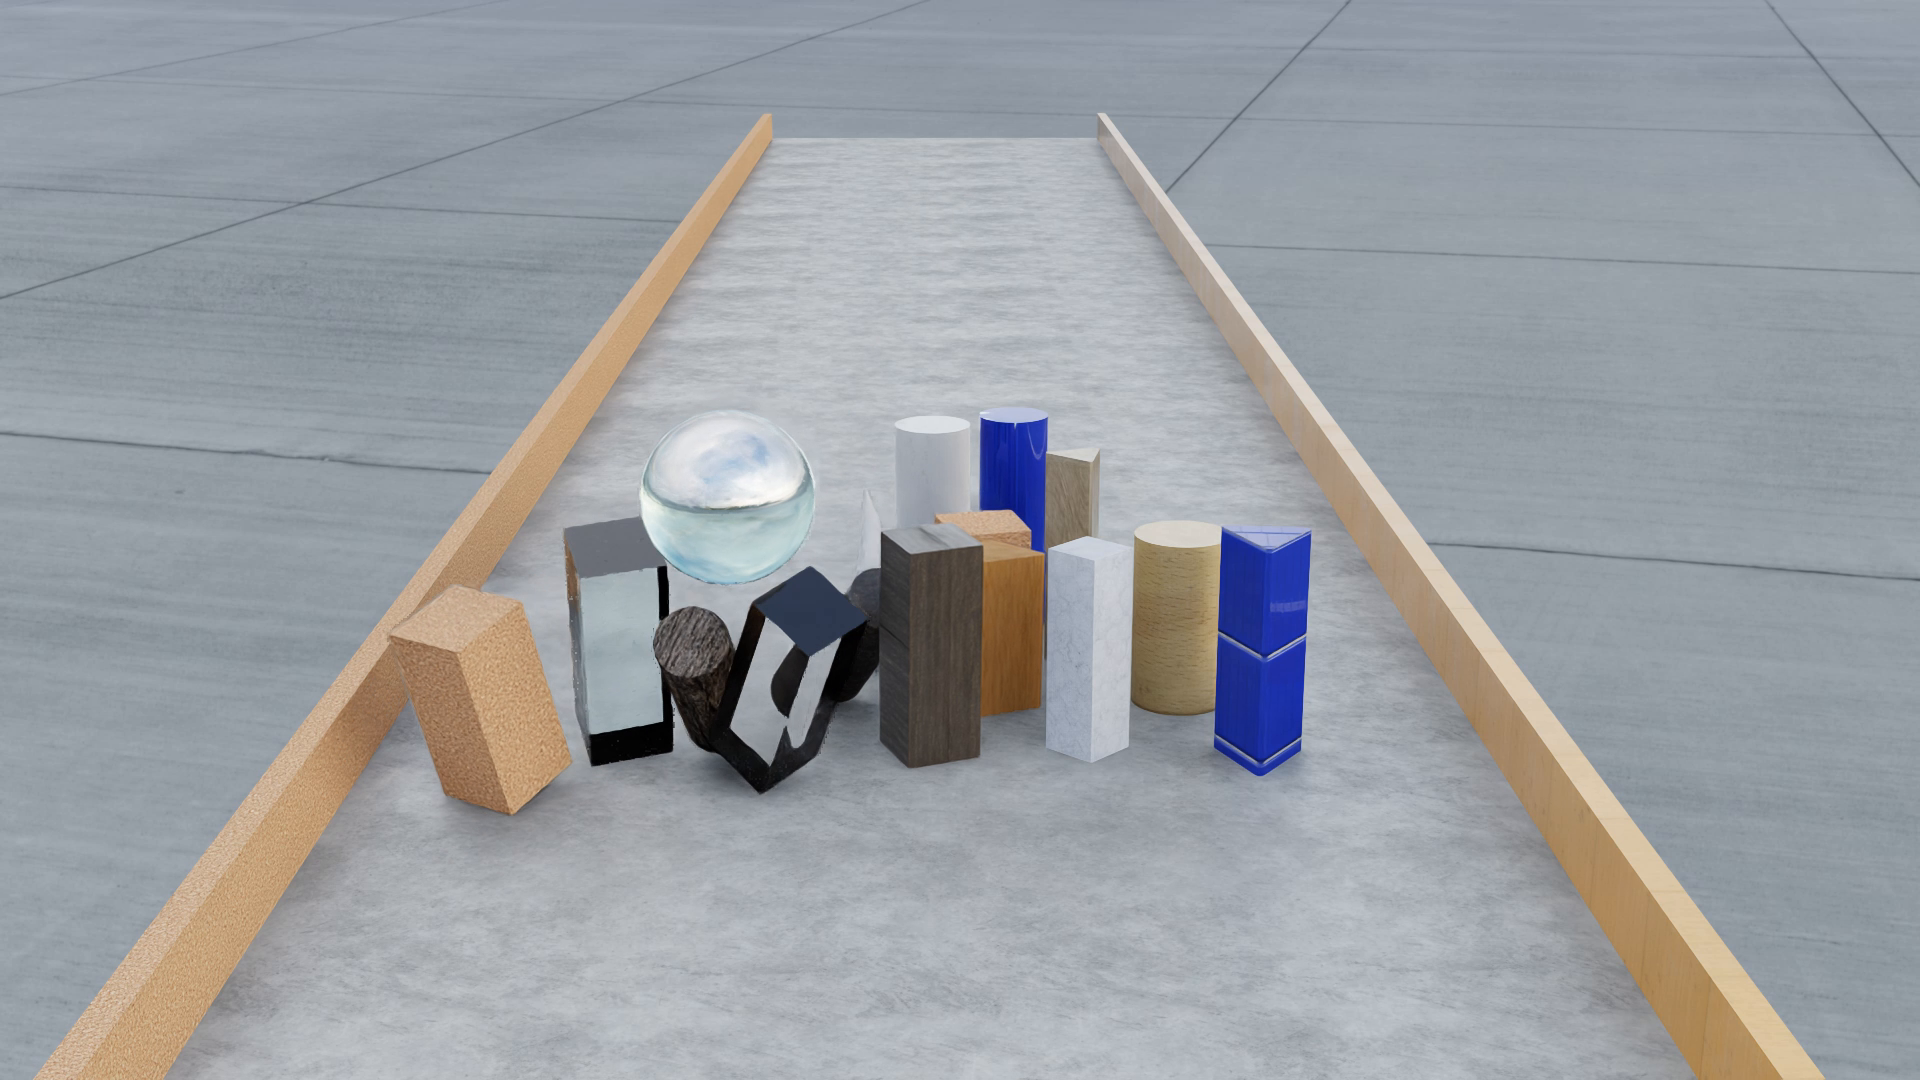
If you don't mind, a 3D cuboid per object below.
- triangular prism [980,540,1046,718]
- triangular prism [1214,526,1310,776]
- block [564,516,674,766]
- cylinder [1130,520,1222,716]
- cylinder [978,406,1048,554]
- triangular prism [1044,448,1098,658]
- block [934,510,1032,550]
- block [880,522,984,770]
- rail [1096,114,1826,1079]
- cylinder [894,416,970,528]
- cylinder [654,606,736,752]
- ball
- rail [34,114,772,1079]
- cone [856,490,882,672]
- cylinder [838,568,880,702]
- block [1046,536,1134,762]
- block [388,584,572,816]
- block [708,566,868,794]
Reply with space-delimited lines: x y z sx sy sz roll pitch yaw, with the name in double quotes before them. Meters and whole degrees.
"triangular prism" 0.067 0.161 4.136 0.140 0.308 0.122 -7 20 -22
"triangular prism" 0.514 0.185 3.877 0.133 0.415 0.153 11 20 34
"block" -0.593 0.179 3.832 0.147 0.419 0.147 -9 39 -17
"cylinder" 0.416 0.146 4.158 0.180 0.329 0.180 0 17 0
"cylinder" 0.111 -0.049 4.623 0.143 0.439 0.143 0 17 0
"triangular prism" 0.243 0.033 4.366 0.113 0.427 0.098 14 21 39
"block" 0.043 0.119 4.269 0.153 0.318 0.153 -4 17 -13
"block" -0.052 0.186 3.893 0.137 0.400 0.137 -7 20 -23
"rail" 0.932 -0.844 7.801 0.050 0.150 12.000 0 17 -1
"cylinder" -0.060 -0.084 4.886 0.167 0.355 0.167 0 17 0
"cylinder" -0.437 0.246 3.792 0.126 0.126 0.380 1 -24 2
"ball" -0.380 -0.069 3.600 0.288 0.288 0.288 0 17 0
"rail" -1.118 -0.838 7.780 0.050 0.150 12.000 0 17 -1
"cone" -0.162 0.065 4.353 0.172 0.353 0.172 -7 14 2
"cylinder" -0.192 0.180 4.084 0.126 0.126 0.312 -9 -25 -27
"block" 0.230 0.194 3.916 0.106 0.375 0.106 15 22 41
"block" -0.800 0.268 3.687 0.157 0.333 0.157 11 37 32
"block" -0.292 0.239 3.682 0.136 0.391 0.136 42 49 18
